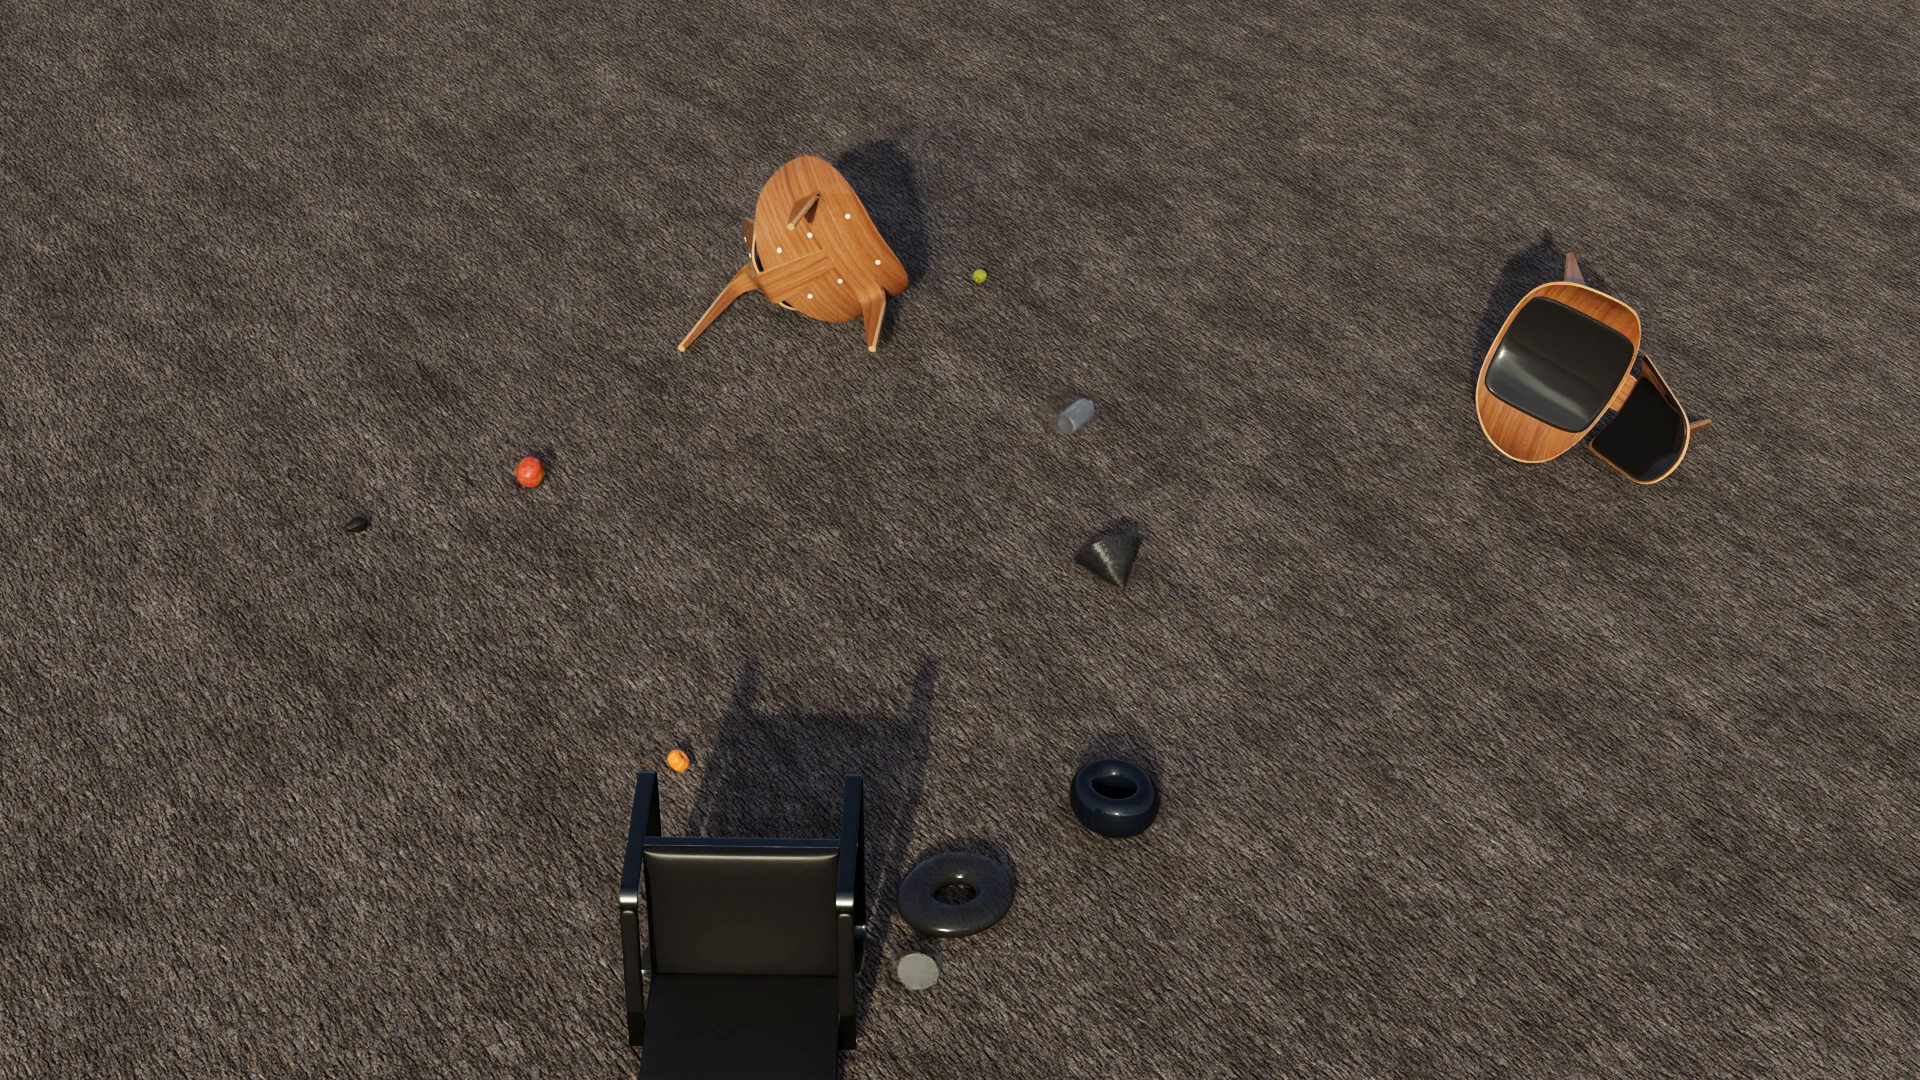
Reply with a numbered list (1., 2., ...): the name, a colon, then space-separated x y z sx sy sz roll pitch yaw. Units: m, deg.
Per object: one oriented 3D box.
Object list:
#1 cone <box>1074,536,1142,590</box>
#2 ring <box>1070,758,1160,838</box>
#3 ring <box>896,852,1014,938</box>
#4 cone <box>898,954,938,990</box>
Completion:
1. cone: 0.569 0.111 10.697 0.262 0.197 0.172 -12 65 -17
2. ring: 0.502 0.839 9.541 0.282 0.146 0.316 -22 41 -27
3. ring: -0.014 1.111 9.185 0.358 0.082 0.402 23 39 30
4. cone: -0.129 1.303 8.922 0.128 0.109 0.094 20 1 -5
